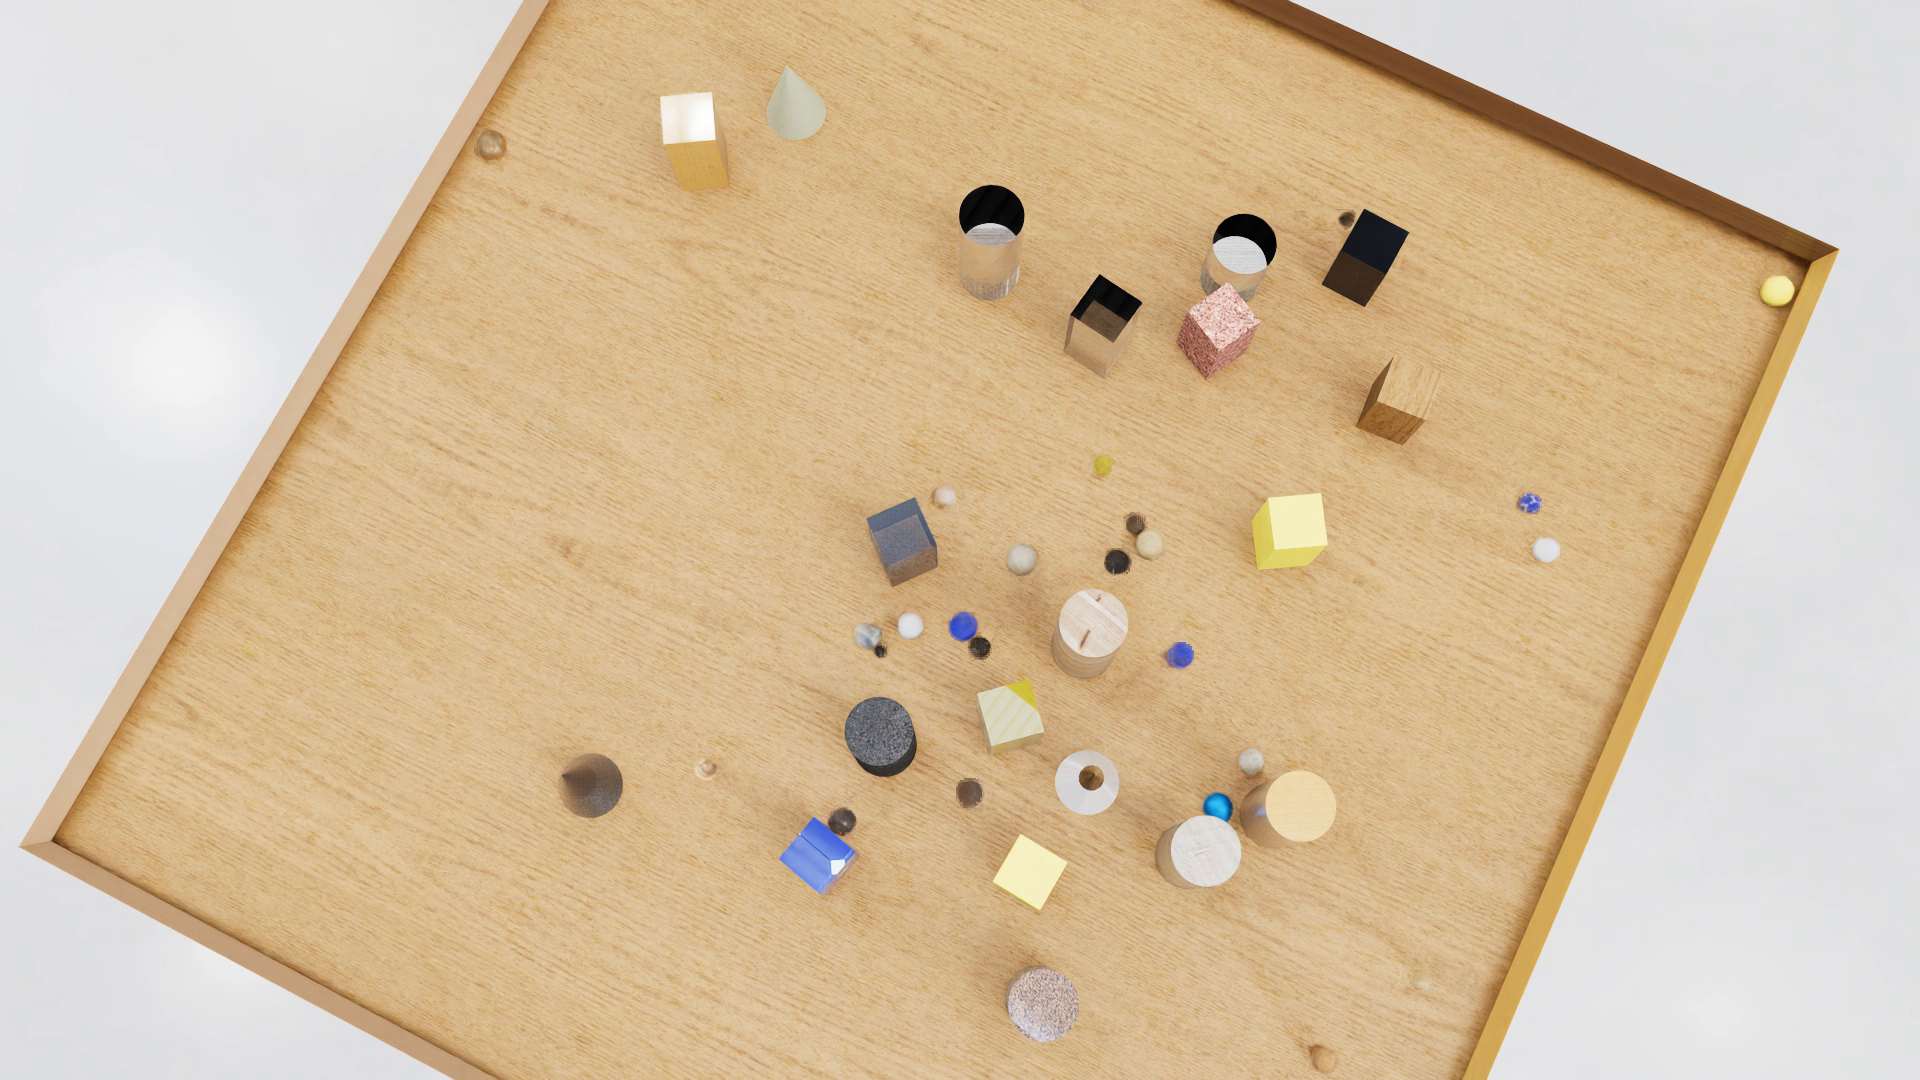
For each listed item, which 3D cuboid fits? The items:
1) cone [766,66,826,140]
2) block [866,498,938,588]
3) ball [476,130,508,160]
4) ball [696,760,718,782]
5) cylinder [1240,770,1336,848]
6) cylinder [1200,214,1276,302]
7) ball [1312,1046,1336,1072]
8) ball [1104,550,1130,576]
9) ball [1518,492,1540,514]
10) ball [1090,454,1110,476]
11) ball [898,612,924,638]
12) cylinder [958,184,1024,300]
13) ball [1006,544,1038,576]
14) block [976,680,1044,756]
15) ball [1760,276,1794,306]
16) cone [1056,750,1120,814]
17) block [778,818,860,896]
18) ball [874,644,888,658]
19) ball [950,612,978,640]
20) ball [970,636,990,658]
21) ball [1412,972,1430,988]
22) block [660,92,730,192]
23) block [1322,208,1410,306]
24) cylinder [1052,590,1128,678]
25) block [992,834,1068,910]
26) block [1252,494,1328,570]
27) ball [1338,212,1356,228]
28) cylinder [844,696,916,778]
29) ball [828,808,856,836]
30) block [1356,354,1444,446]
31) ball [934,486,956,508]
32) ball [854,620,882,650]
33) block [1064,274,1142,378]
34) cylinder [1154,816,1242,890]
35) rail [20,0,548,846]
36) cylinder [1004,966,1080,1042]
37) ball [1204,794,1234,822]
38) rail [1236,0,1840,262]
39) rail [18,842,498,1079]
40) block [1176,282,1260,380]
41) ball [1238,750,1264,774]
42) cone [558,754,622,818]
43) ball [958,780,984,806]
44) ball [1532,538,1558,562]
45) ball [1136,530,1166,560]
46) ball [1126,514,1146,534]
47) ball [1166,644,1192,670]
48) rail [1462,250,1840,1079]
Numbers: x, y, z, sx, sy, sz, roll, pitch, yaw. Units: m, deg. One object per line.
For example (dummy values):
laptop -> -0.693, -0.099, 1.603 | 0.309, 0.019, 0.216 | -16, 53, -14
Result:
cone -> -0.528, -1.412, 5.738 | 0.192, 0.335, 0.192 | 0, 78, 0
block -> -0.169, 0.010, 5.439 | 0.154, 0.344, 0.154 | -24, 79, -5
ball -> -1.489, -1.254, 5.827 | 0.096, 0.096, 0.096 | 0, 78, 0
ball -> -0.752, 0.684, 5.442 | 0.065, 0.065, 0.065 | 0, 78, 0
cylinder -> 0.927, 0.772, 5.216 | 0.192, 0.472, 0.192 | 0, 78, 0
cylinder -> 0.854, -0.858, 5.642 | 0.192, 0.299, 0.192 | 0, 78, 0
ball -> 1.047, 1.493, 5.272 | 0.069, 0.069, 0.069 | 0, 78, 0
ball -> 0.476, 0.067, 5.563 | 0.078, 0.078, 0.078 | 0, 78, 0
ball -> 1.741, -0.114, 5.607 | 0.064, 0.064, 0.064 | 0, 78, 0
ball -> 0.432, -0.231, 5.632 | 0.064, 0.064, 0.064 | 0, 78, 0
ball -> -0.150, 0.258, 5.523 | 0.078, 0.078, 0.078 | 0, 78, 0
cylinder -> 0.092, -0.896, 5.562 | 0.192, 0.470, 0.192 | 0, 78, 0
ball -> 0.188, 0.062, 5.556 | 0.094, 0.094, 0.094 | 0, 78, 0
block -> 0.143, 0.521, 5.336 | 0.154, 0.338, 0.154 | -15, 79, -3
ball -> 2.556, -0.780, 5.729 | 0.095, 0.095, 0.095 | 0, 78, 0
cone -> 0.380, 0.691, 5.310 | 0.192, 0.320, 0.192 | 0, 78, 0
block -> -0.403, 0.915, 5.290 | 0.154, 0.268, 0.154 | 39, 81, 7
ball -> -0.240, 0.337, 5.526 | 0.040, 0.040, 0.040 | 0, 78, 0
ball -> 0.012, 0.258, 5.519 | 0.086, 0.086, 0.086 | 0, 78, 0
ball -> 0.060, 0.323, 5.517 | 0.064, 0.064, 0.064 | 0, 78, 0
ball -> 1.340, 1.278, 5.327 | 0.050, 0.050, 0.050 | 0, 78, 0
block -> -0.818, -1.232, 5.686 | 0.154, 0.363, 0.154 | -6, 78, -1
block -> 1.245, -0.865, 5.642 | 0.154, 0.301, 0.154 | 29, 80, 6
cylinder -> 0.372, 0.278, 5.322 | 0.192, 0.463, 0.192 | 0, 78, 0
block -> 0.198, 0.961, 5.290 | 0.154, 0.250, 0.154 | 30, 80, 6
block -> 0.979, -0.022, 5.462 | 0.154, 0.312, 0.154 | -5, 78, -1
ball -> 1.225, -1.014, 5.800 | 0.051, 0.051, 0.051 | 0, 78, 0
cylinder -> -0.225, 0.572, 5.289 | 0.192, 0.410, 0.192 | 0, 78, 0
ball -> -0.346, 0.830, 5.403 | 0.082, 0.082, 0.082 | 0, 78, 0
block -> 1.329, -0.421, 5.553 | 0.154, 0.295, 0.154 | 22, 79, 4
ball -> -0.048, -0.133, 5.611 | 0.065, 0.065, 0.065 | 0, 78, 0
ball -> -0.277, 0.286, 5.513 | 0.086, 0.086, 0.086 | 0, 78, 0
block -> 0.430, -0.644, 5.565 | 0.154, 0.363, 0.154 | 34, 80, 7
cylinder -> 0.673, 0.892, 5.216 | 0.192, 0.423, 0.192 | 0, 78, 0
rail -> -1.795, -0.872, 5.732 | 0.045, 0.125, 4.075 | 26, 80, 5
cylinder -> 0.226, 1.297, 5.144 | 0.192, 0.399, 0.192 | 0, 78, 0
ball -> 0.762, 0.793, 5.407 | 0.089, 0.089, 0.089 | 0, 78, 0
rail -> 0.901, -1.757, 5.915 | 4.060, 0.125, 0.045 | 26, 80, 5
rail -> -0.901, 1.770, 5.185 | 4.060, 0.125, 0.045 | 26, 80, 5
block -> 0.784, -0.634, 5.592 | 0.154, 0.305, 0.154 | -36, 81, -7
ball -> 0.865, 0.659, 5.443 | 0.073, 0.073, 0.073 | 0, 78, 0
cone -> -1.101, 0.691, 5.265 | 0.192, 0.409, 0.192 | 0, 78, 0
ball -> 0.032, 0.750, 5.422 | 0.077, 0.077, 0.077 | 0, 78, 0
ball -> 1.781, 0.029, 5.571 | 0.077, 0.077, 0.077 | 0, 78, 0
ball -> 0.578, 0.015, 5.567 | 0.091, 0.091, 0.091 | 0, 78, 0
ball -> 0.536, -0.048, 5.595 | 0.061, 0.061, 0.061 | 0, 78, 0
ball -> 0.658, 0.350, 5.504 | 0.077, 0.077, 0.077 | 0, 78, 0
rail -> 1.795, 0.885, 5.369 | 0.045, 0.125, 4.075 | 26, 80, 5
